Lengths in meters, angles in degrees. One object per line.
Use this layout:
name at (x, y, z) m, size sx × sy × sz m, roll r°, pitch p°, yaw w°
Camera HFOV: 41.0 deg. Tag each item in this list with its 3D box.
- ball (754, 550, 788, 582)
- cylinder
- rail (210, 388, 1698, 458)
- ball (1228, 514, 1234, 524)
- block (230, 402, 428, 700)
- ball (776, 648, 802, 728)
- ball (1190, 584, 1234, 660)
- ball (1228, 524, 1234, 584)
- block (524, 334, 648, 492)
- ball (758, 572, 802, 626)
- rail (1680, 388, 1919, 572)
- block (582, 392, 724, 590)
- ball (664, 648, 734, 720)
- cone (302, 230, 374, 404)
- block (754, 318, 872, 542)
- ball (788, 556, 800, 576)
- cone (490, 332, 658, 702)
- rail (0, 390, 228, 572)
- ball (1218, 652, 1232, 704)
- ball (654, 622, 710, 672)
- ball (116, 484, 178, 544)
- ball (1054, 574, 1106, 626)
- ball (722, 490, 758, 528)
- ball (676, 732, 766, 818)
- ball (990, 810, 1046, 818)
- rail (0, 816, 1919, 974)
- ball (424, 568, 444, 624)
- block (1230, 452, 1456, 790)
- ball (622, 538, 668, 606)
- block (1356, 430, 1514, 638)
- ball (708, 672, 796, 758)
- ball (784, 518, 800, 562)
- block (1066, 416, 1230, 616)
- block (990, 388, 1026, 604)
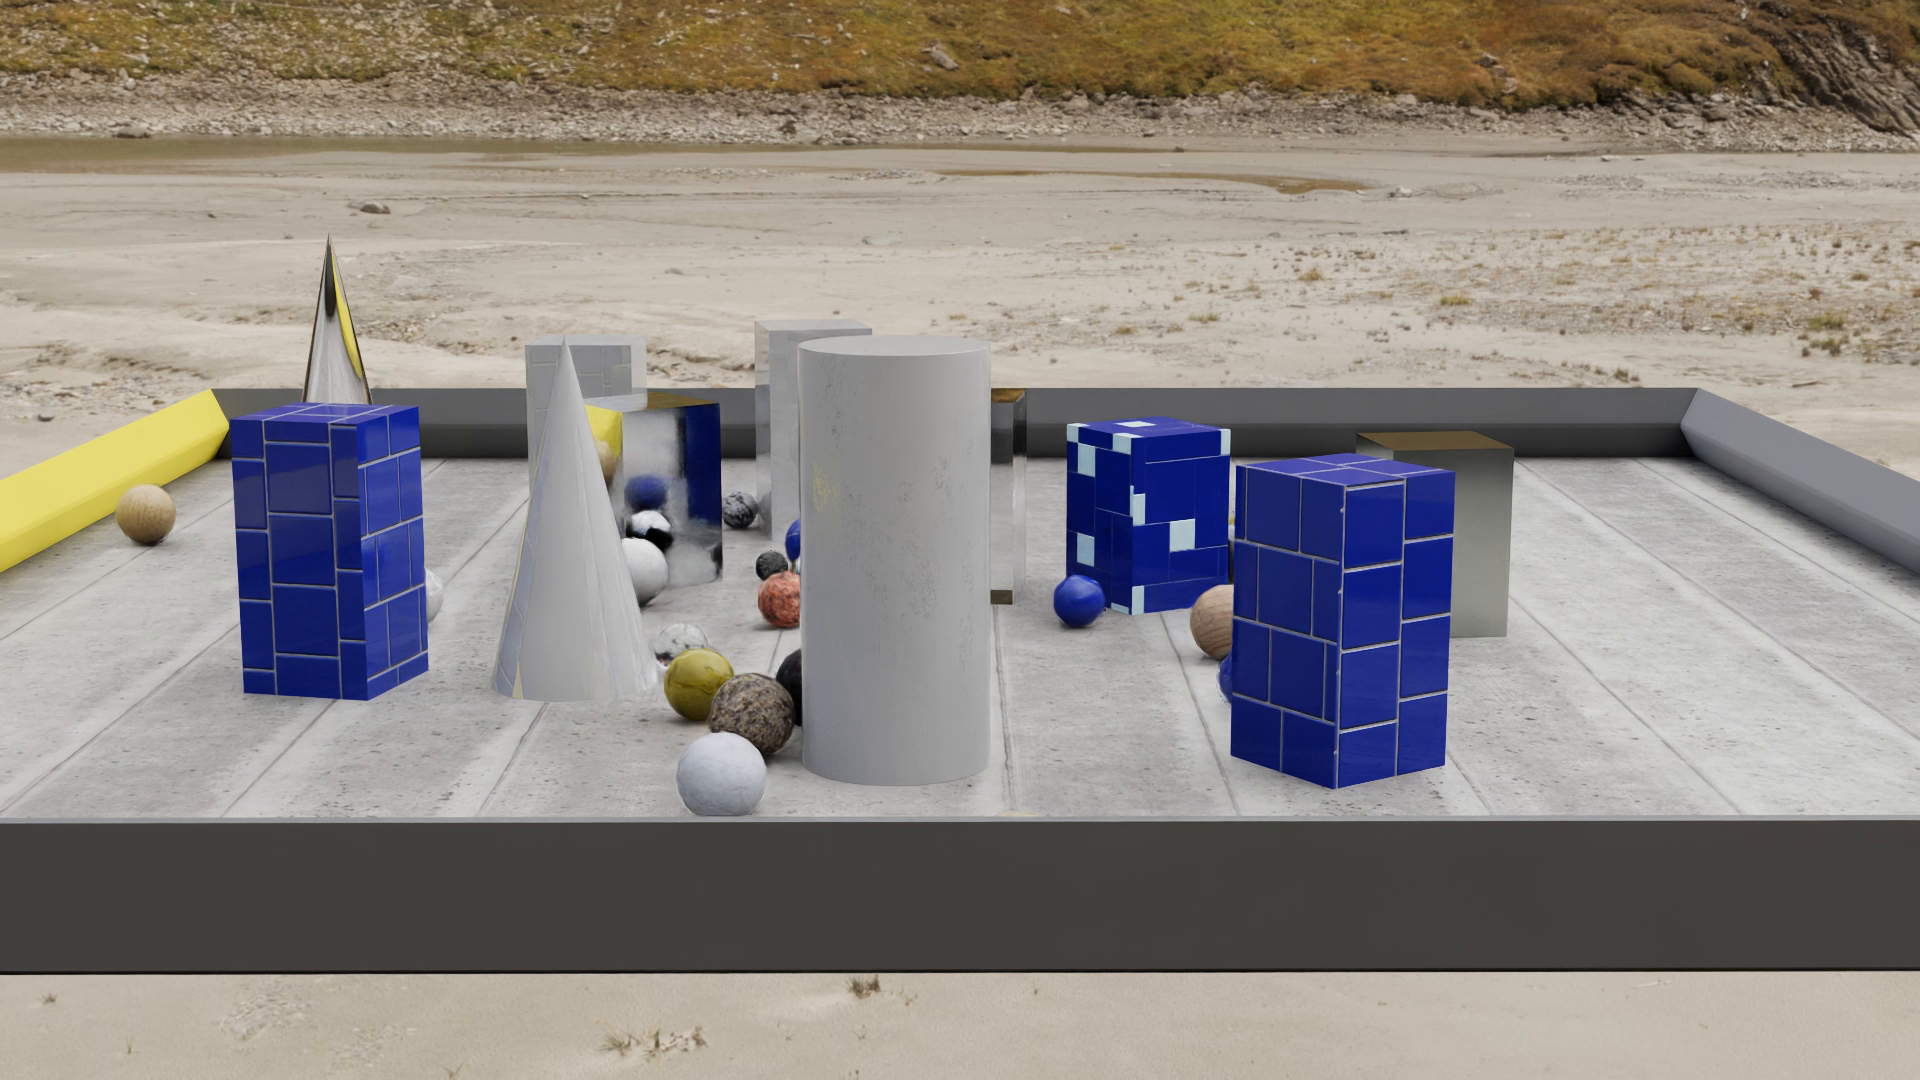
ball at (-0.269, 0.039, 3.655) m, size 0.046 × 0.046 × 0.046 m, roll 0°, pitch 10°, yaw 0°
cylinder at (-0.067, 0.016, 2.686) m, size 0.200 × 0.443 × 0.200 m, roll 0°, pitch 10°, yaw 0°
rail at (-0.008, -0.216, 4.800) m, size 2.796 × 0.130 × 0.045 m, roll 0°, pitch 10°, yaw 0°
ball at (0.405, 0.005, 3.719) m, size 0.089 × 0.089 × 0.089 m, roll 0°, pitch 10°, yaw 0°
block at (-0.746, 0.010, 3.046) m, size 0.160 × 0.325 × 0.160 m, roll 3°, pitch 11°, yaw 14°
ball at (-0.159, 0.164, 2.848) m, size 0.094 × 0.094 × 0.094 m, roll 0°, pitch 10°, yaw 0°
ball at (0.332, 0.101, 3.186) m, size 0.094 × 0.094 × 0.094 m, roll 0°, pitch 10°, yaw 0°
ball at (0.379, 0.026, 3.590) m, size 0.096 × 0.096 × 0.096 m, roll 0°, pitch 10°, yaw 0°
block at (-0.572, -0.154, 3.962) m, size 0.160 × 0.313 × 0.160 m, roll 0°, pitch 10°, yaw 1°
ball at (-0.230, 0.078, 3.370) m, size 0.073 × 0.073 × 0.073 m, roll 0°, pitch 10°, yaw 0°
rail at (1.374, 0.032, 3.456) m, size 0.045 × 0.130 × 2.797 m, roll 0°, pitch 10°, yaw 0°
block at (-0.451, -0.070, 3.661) m, size 0.160 × 0.257 × 0.160 m, roll -8°, pitch 13°, yaw -38°
ball at (-0.293, 0.162, 2.890) m, size 0.081 × 0.081 × 0.081 m, roll 0°, pitch 10°, yaw 0°
cone at (-0.915, -0.209, 3.766) m, size 0.200 × 0.493 × 0.200 m, roll 0°, pitch 10°, yaw 0°
block at (-0.230, -0.175, 4.031) m, size 0.160 × 0.329 × 0.160 m, roll -2°, pitch 11°, yaw -12°
ball at (-0.199, 0.052, 3.505) m, size 0.074 × 0.074 × 0.074 m, roll 0°, pitch 10°, yaw 0°
cone at (-0.462, -0.037, 3.035) m, size 0.200 × 0.420 × 0.200 m, roll 0°, pitch 10°, yaw 0°
rail at (-1.374, 0.035, 3.441) m, size 0.045 × 0.130 × 2.797 m, roll 0°, pitch 10°, yaw 0°
ball at (0.333, 0.158, 2.929) m, size 0.076 × 0.076 × 0.076 m, roll 0°, pitch 10°, yaw 0°
ball at (-0.336, 0.132, 3.096) m, size 0.066 × 0.066 × 0.066 m, roll 0°, pitch 10°, yaw 0°
ball at (-1.256, -0.040, 3.962) m, size 0.090 × 0.090 × 0.090 m, roll 0°, pitch 10°, yaw 0°
ball at (0.157, 0.080, 3.373) m, size 0.069 × 0.069 × 0.069 m, roll 0°, pitch 10°, yaw 0°
ball at (-0.352, -0.049, 4.092) m, size 0.061 × 0.061 × 0.061 m, roll 0°, pitch 10°, yaw 0°
ball at (-0.232, 0.231, 2.501) m, size 0.088 × 0.088 × 0.088 m, roll 0°, pitch 10°, yaw 0°
ball at (0.050, 0.281, 2.197) m, size 0.100 × 0.100 × 0.100 m, roll 0°, pitch 10°, yaw 0°
rail at (0.008, 0.283, 2.097) m, size 2.796 × 0.130 × 0.045 m, roll 0°, pitch 10°, yaw 0°
ball at (-0.719, 0.074, 3.361) m, size 0.084 × 0.084 × 0.084 m, roll 0°, pitch 10°, yaw 0°
block at (0.400, 0.080, 2.697) m, size 0.160 × 0.314 × 0.160 m, roll -7°, pitch 13°, yaw -34°
ball at (-0.446, 0.043, 3.502) m, size 0.093 × 0.093 × 0.093 m, roll 0°, pitch 10°, yaw 0°
block at (0.617, -0.008, 3.361) m, size 0.160 × 0.246 × 0.160 m, roll -1°, pitch 11°, yaw -8°
ball at (-0.221, 0.187, 2.728) m, size 0.092 × 0.092 × 0.092 m, roll 0°, pitch 10°, yaw 0°
ball at (-0.211, 0.005, 3.723) m, size 0.087 × 0.087 × 0.087 m, roll 0°, pitch 10°, yaw 0°
block at (0.257, -0.037, 3.531) m, size 0.160 × 0.240 × 0.160 m, roll -6°, pitch 12°, yaw -31°
block at (0.004, -0.065, 3.575) m, size 0.160 × 0.278 × 0.160 m, roll 1°, pitch 11°, yaw 8°
